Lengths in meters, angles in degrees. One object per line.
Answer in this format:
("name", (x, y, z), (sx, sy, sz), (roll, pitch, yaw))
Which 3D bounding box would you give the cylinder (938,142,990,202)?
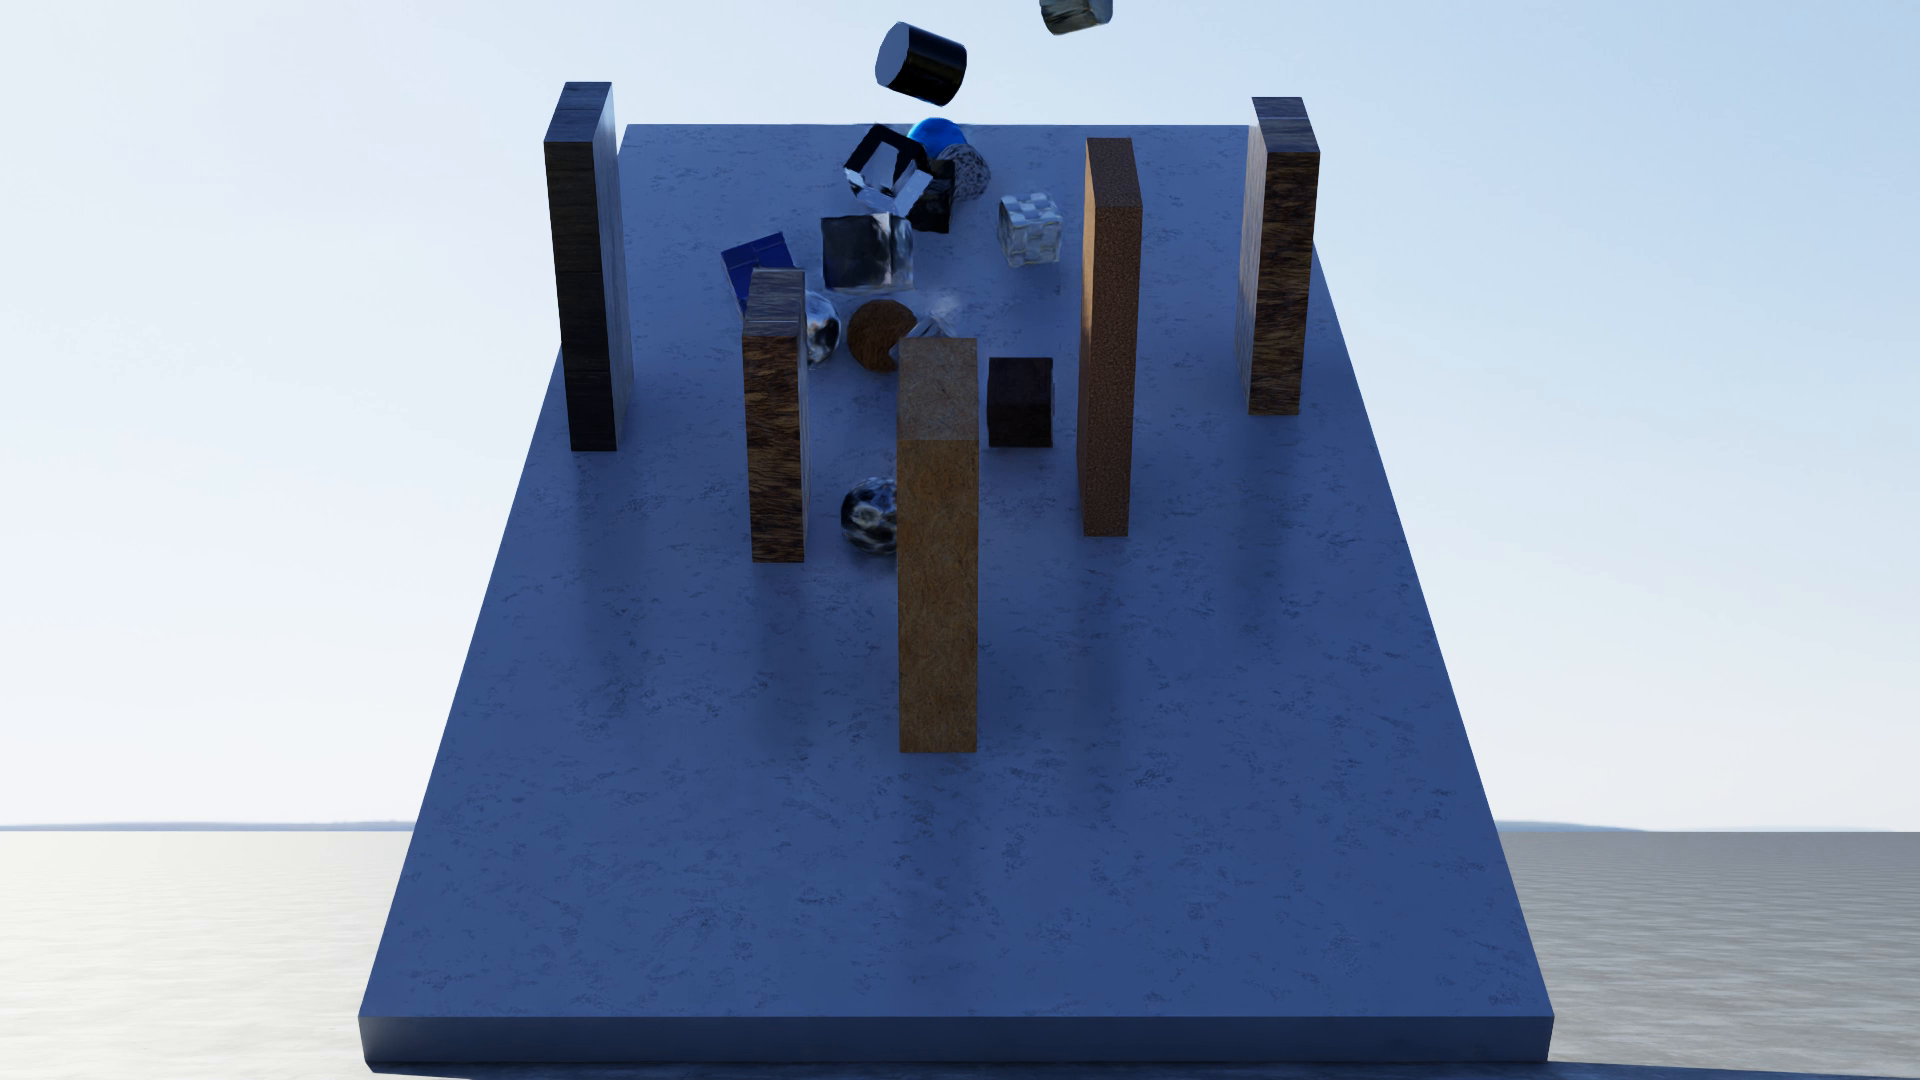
("cylinder", (0.007, -1.050, 6.943), (0.143, 0.143, 0.143), (1, 18, -7))

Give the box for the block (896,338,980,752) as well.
("block", (-0.042, 0.010, 4.697), (0.149, 0.688, 0.408), (0, 31, 0))

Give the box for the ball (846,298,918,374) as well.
("ball", (-0.190, -0.506, 6.033), (0.184, 0.184, 0.184), (0, -7, 0))

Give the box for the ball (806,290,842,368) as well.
("ball", (-0.393, -0.523, 6.049), (0.196, 0.196, 0.196), (0, -7, 0))

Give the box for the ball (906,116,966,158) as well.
("ball", (-0.070, -1.139, 7.080), (0.181, 0.181, 0.181), (0, -7, 0))

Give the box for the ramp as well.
("ramp", (-0.014, -0.198, 5.801), (2.000, 0.100, 4.000), (0, 31, 0))

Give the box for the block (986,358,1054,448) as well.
("block", (0.143, -0.323, 5.724), (0.148, 0.148, 0.148), (1, -39, 5))

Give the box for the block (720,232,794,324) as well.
("block", (-0.501, -0.662, 6.163), (0.161, 0.161, 0.161), (-19, -4, -6))

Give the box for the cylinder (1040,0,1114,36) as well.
("cylinder", (0.340, -1.564, 7.093), (0.159, 0.159, 0.159), (-7, -9, 31))

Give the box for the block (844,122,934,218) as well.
("block", (-0.193, -0.999, 6.601), (0.158, 0.158, 0.158), (28, -16, 21))

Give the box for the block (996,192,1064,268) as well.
("block", (0.190, -0.844, 6.613), (0.138, 0.138, 0.138), (-8, -45, -13))

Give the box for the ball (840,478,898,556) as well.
("ball", (-0.176, -0.052, 5.298), (0.170, 0.170, 0.170), (0, -7, 0))

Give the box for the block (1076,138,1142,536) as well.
("block", (0.324, -0.442, 5.348), (0.097, 0.789, 0.373), (0, 31, 0))

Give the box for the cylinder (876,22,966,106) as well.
("cylinder", (-0.111, -1.352, 6.923), (0.190, 0.190, 0.190), (15, -13, -29))

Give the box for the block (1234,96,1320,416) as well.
("block", (0.757, -0.682, 5.854), (0.121, 0.677, 0.349), (0, 31, 0))

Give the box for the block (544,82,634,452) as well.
("block", (-0.859, -0.635, 5.673), (0.107, 0.773, 0.368), (0, 31, 0))

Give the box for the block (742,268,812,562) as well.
("block", (-0.395, -0.271, 5.295), (0.112, 0.547, 0.333), (0, 31, 0))

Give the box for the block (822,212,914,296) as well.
("block", (-0.237, -0.737, 6.294), (0.182, 0.182, 0.182), (-3, -1, 18))

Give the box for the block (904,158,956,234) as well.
("block", (-0.094, -0.962, 6.781), (0.143, 0.143, 0.143), (6, -42, 2))

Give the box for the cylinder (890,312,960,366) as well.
("cylinder", (-0.074, -0.456, 5.901), (0.139, 0.139, 0.139), (-44, -19, 11))
